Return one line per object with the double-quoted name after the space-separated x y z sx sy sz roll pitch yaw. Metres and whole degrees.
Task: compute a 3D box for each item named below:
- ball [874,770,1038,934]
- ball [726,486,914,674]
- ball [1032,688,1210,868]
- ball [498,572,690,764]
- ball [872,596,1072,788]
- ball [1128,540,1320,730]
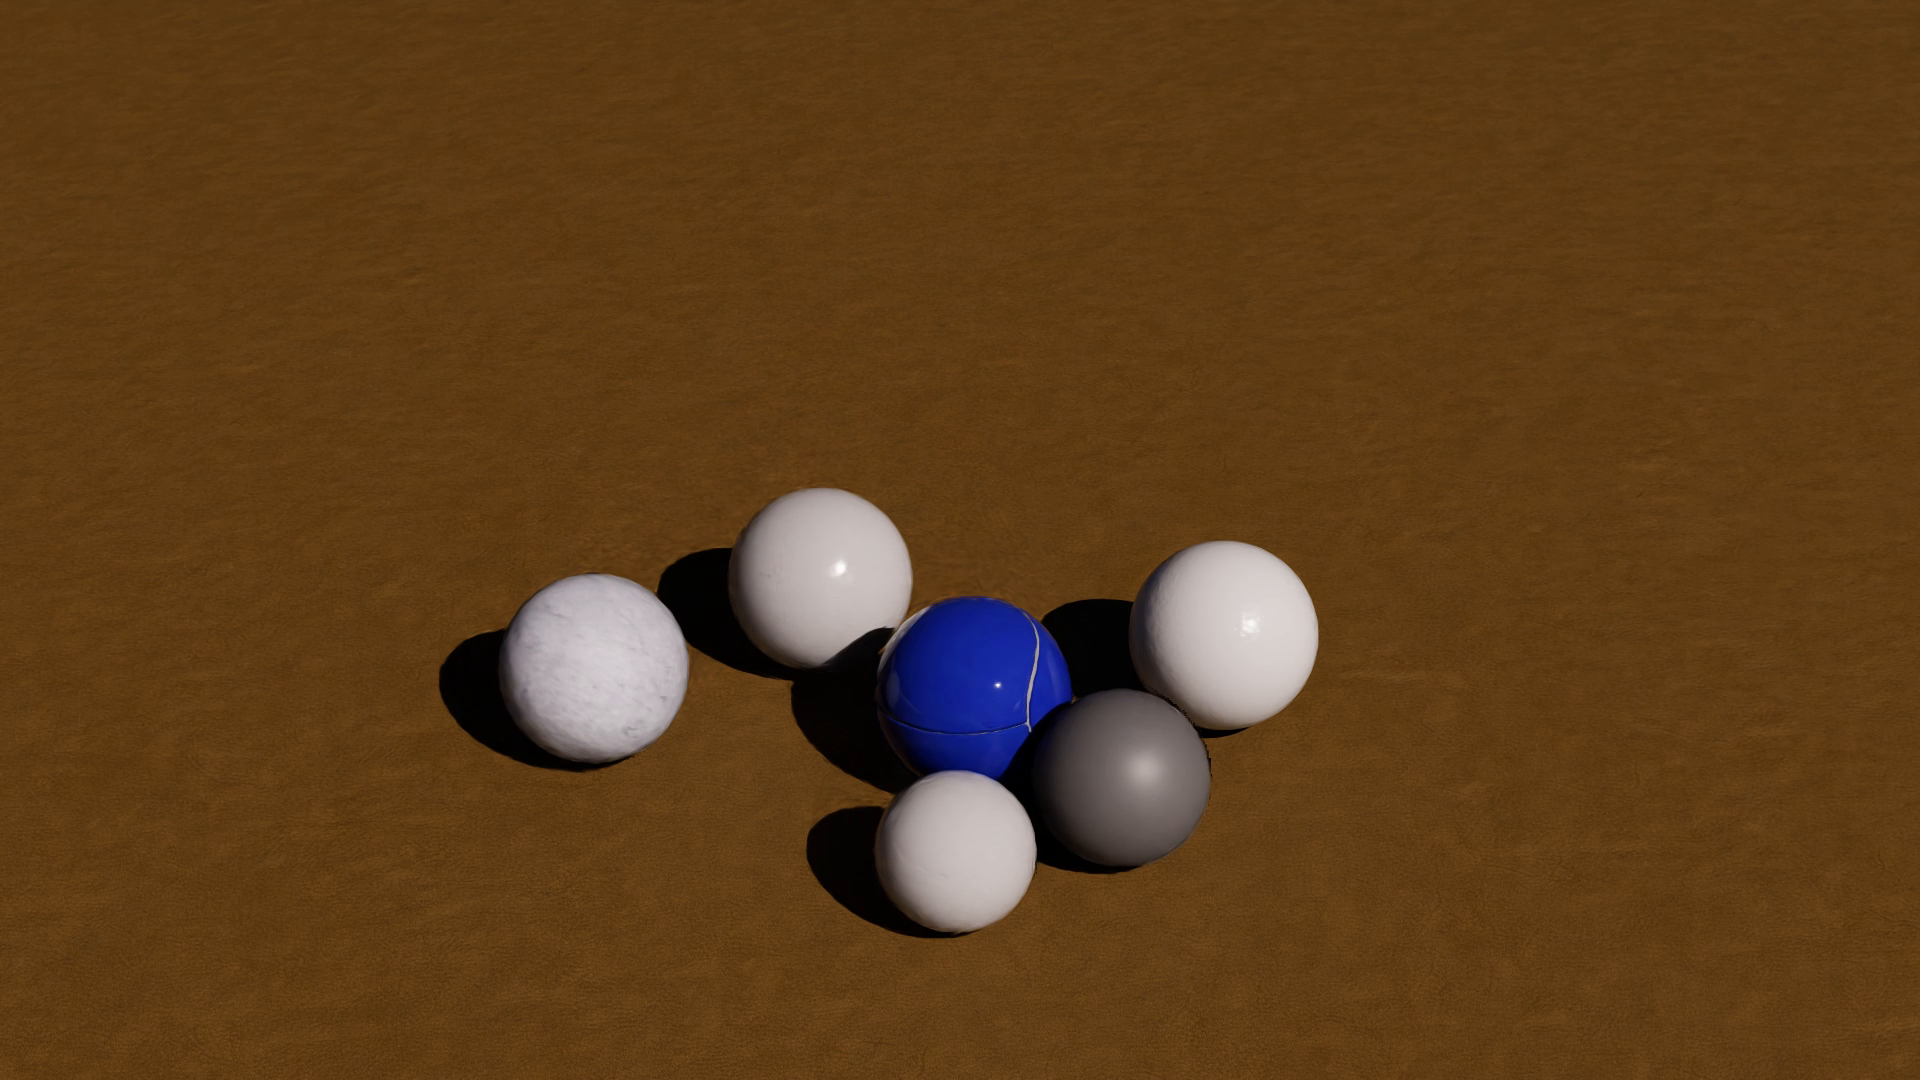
-0.002 0.141 1.333 0.074 0.074 0.074 0 32 0 "ball"
-0.072 0.020 1.505 0.095 0.095 0.095 0 32 0 "ball"
0.075 0.111 1.372 0.083 0.083 0.083 0 32 0 "ball"
-0.179 0.063 1.439 0.093 0.093 0.093 0 32 0 "ball"
0.006 0.075 1.417 0.096 0.096 0.096 0 32 0 "ball"
0.131 0.047 1.462 0.095 0.095 0.095 0 32 0 "ball"
